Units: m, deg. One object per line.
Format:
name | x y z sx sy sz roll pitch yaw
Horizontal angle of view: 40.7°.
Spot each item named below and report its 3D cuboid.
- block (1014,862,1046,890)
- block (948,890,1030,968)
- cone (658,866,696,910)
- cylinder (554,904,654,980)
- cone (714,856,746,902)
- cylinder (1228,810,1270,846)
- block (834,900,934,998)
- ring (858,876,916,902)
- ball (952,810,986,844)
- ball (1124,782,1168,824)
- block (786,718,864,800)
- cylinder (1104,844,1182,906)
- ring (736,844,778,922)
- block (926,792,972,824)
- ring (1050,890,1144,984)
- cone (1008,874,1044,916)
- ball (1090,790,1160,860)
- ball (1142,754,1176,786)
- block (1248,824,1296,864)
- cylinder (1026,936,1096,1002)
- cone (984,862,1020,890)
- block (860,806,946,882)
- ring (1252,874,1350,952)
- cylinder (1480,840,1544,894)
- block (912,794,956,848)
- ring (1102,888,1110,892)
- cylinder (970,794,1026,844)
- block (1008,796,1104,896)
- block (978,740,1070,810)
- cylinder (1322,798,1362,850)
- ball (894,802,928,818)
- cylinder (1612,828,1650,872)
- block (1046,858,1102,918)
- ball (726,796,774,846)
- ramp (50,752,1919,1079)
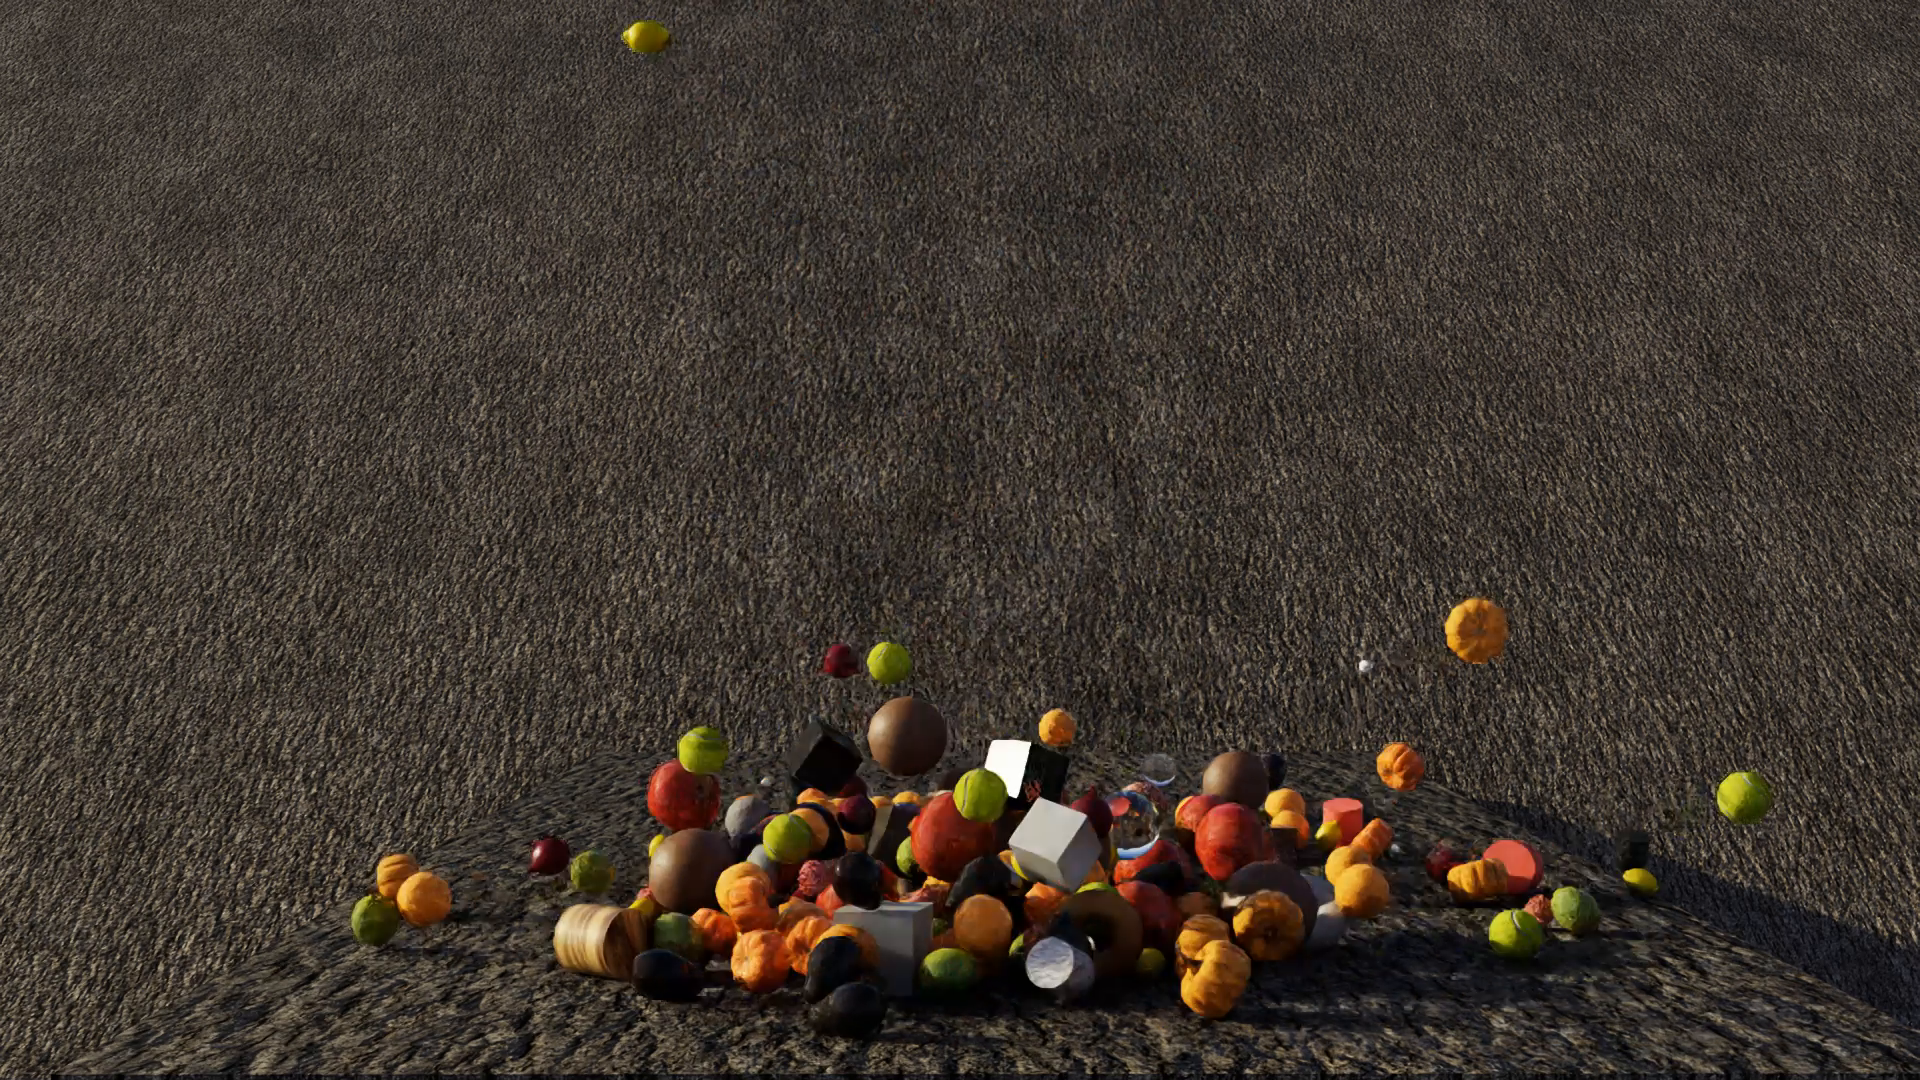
block | 0.129 0.499 4.022 0.071 0.071 0.071 0 67 14
block | 0.039 0.498 3.315 0.091 0.091 0.091 -2 -3 10
cone | -0.417 0.514 3.767 0.057 0.057 0.057 11 23 -5
cylinder | -0.446 0.503 3.242 0.088 0.088 0.088 0 24 38
cone | -0.355 0.529 3.941 0.076 0.076 0.076 15 57 -23
cylinder | 0.514 0.511 4.595 0.057 0.057 0.057 -13 19 35
block | -0.093 0.497 3.155 0.100 0.100 0.100 0 0 13
ring | -0.103 0.507 3.593 0.092 0.031 0.092 -20 36 15
ball | 0.015 0.484 4.354 0.056 0.056 0.056 0 30 0
ball | 0.339 0.498 4.822 0.095 0.095 0.095 0 30 0
block | -0.242 0.389 4.625 0.090 0.090 0.090 33 6 -21
cylinder | 0.273 0.501 3.868 0.088 0.088 0.088 -10 23 28
ring | -0.282 0.477 3.592 0.038 0.114 0.114 18 28 -11
block | -0.020 0.507 4.774 0.076 0.076 0.076 0 -1 5
ring | 0.168 0.486 3.172 0.117 0.117 0.039 4 5 7
cone | 0.077 0.506 3.672 0.061 0.061 0.061 -18 14 39
ball | 0.230 0.395 3.590 0.098 0.098 0.098 0 30 0
ball | 0.441 0.508 5.714 0.074 0.074 0.074 0 30 0
block | 0.531 0.516 4.394 0.059 0.059 0.059 0 0 -25
cylinder | 0.119 0.506 3.051 0.062 0.062 0.062 -12 62 24
cone | 0.048 0.515 3.746 0.072 0.072 0.072 30 33 -22
block | -0.084 0.448 3.814 0.085 0.085 0.085 21 -12 -14
ring | 0.456 0.499 3.466 0.132 0.044 0.132 0 35 0
cylinder | 0.844 0.500 3.953 0.082 0.082 0.082 14 -1 23
block | -0.058 0.486 4.406 0.079 0.079 0.079 -17 -12 -4
ring | 0.180 0.502 3.390 0.030 0.091 0.091 21 16 -35
cylinder | 0.066 0.477 4.570 0.084 0.084 0.084 18 40 -15
block | 0.117 0.376 3.175 0.074 0.074 0.074 18 58 34
block | 0.102 0.376 4.120 0.090 0.090 0.090 26 -17 -38
cylinder | 0.662 0.491 4.475 0.069 0.069 0.069 -3 13 1
ball | -0.084 0.435 3.938 0.073 0.073 0.073 0 30 0
cylinder | 1.109 0.513 4.273 0.053 0.053 0.053 6 18 -2
block | 0.160 0.486 3.650 0.077 0.077 0.077 -10 25 -1
ball | -0.375 0.502 4.611 0.087 0.087 0.087 0 30 0
ramp | 0.067 0.596 4.652 2.000 0.100 4.000 0 0 0
